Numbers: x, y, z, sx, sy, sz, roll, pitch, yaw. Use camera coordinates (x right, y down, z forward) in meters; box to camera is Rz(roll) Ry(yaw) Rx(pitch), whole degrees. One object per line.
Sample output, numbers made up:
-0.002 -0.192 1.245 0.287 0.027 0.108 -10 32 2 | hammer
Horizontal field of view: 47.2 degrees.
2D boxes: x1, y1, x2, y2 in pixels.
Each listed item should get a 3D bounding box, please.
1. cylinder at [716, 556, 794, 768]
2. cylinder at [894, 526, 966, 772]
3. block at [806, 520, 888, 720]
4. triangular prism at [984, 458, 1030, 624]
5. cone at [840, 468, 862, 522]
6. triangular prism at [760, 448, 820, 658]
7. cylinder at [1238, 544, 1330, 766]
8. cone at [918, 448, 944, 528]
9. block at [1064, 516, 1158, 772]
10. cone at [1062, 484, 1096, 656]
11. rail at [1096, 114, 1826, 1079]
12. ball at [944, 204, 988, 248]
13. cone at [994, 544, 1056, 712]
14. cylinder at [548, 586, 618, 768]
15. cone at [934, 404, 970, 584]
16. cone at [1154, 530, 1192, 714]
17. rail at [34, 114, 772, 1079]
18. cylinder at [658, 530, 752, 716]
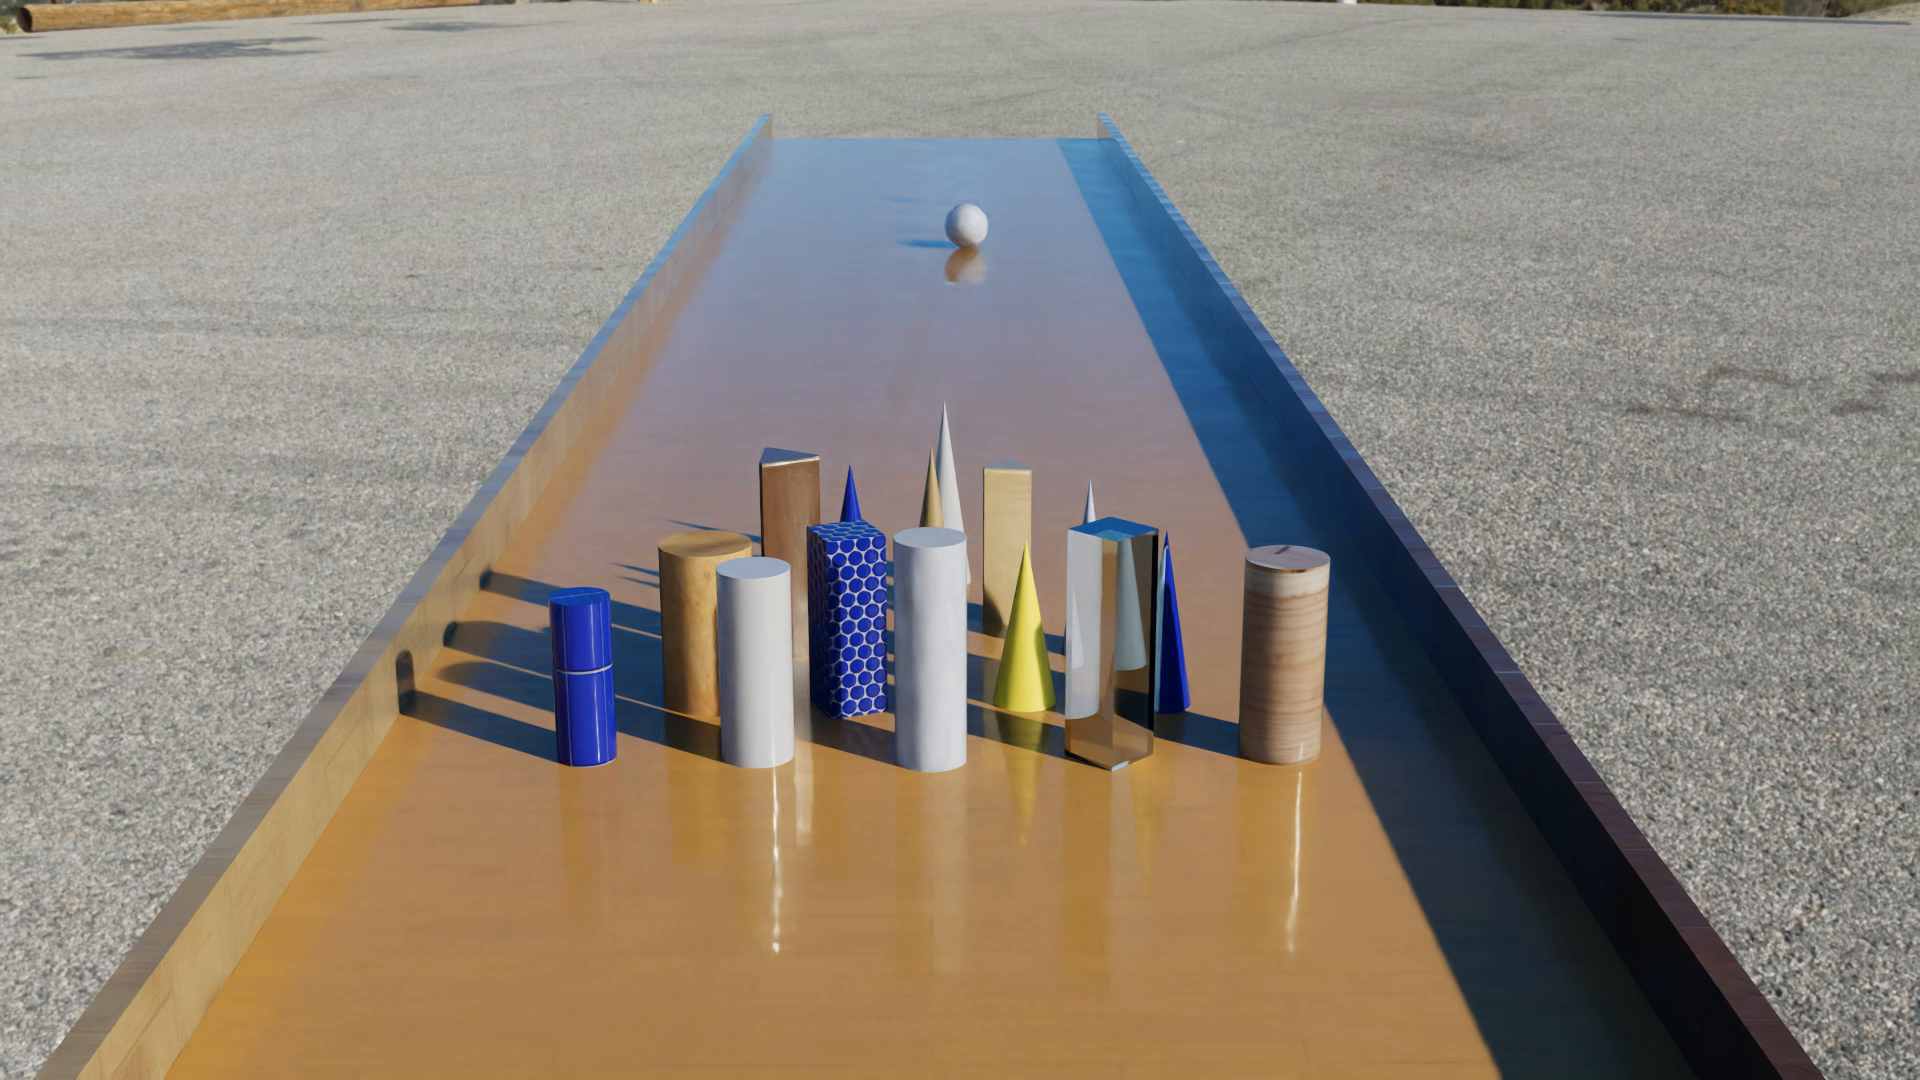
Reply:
-0.361 0.216 3.885 0.130 0.350 0.130 0 17 0 | cylinder
-0.052 0.192 3.860 0.128 0.411 0.128 0 17 0 | cylinder
-0.212 0.148 4.122 0.115 0.345 0.115 -7 18 -22 | block
0.102 0.002 4.626 0.098 0.338 0.085 2 17 6 | triangular prism
-0.228 0.004 4.610 0.129 0.343 0.129 0 17 0 | cone
-0.360 0.026 4.416 0.128 0.413 0.111 -9 19 -28 | triangular prism
0.574 0.204 3.903 0.149 0.363 0.149 0 17 0 | cylinder
-0.056 0.019 4.404 0.132 0.432 0.132 0 17 0 | cone
0.266 0.182 3.875 0.112 0.421 0.112 16 23 42 | block
0.259 0.053 4.416 0.106 0.361 0.106 0 17 0 | cone
0.932 -0.844 7.801 0.050 0.150 12.000 0 17 -1 | rail
0.029 -1.346 9.420 0.189 0.189 0.189 0 17 0 | ball
0.123 0.152 4.150 0.121 0.323 0.121 0 17 0 | cone
-0.665 0.242 3.885 0.106 0.301 0.106 0 17 0 | cylinder
-0.034 -0.109 4.866 0.118 0.415 0.118 0 17 0 | cone
0.384 0.146 4.132 0.111 0.345 0.111 0 17 0 | cone
-1.118 -0.838 7.780 0.050 0.150 12.000 0 17 -1 | rail
-0.477 0.155 4.158 0.175 0.311 0.175 0 17 0 | cylinder
